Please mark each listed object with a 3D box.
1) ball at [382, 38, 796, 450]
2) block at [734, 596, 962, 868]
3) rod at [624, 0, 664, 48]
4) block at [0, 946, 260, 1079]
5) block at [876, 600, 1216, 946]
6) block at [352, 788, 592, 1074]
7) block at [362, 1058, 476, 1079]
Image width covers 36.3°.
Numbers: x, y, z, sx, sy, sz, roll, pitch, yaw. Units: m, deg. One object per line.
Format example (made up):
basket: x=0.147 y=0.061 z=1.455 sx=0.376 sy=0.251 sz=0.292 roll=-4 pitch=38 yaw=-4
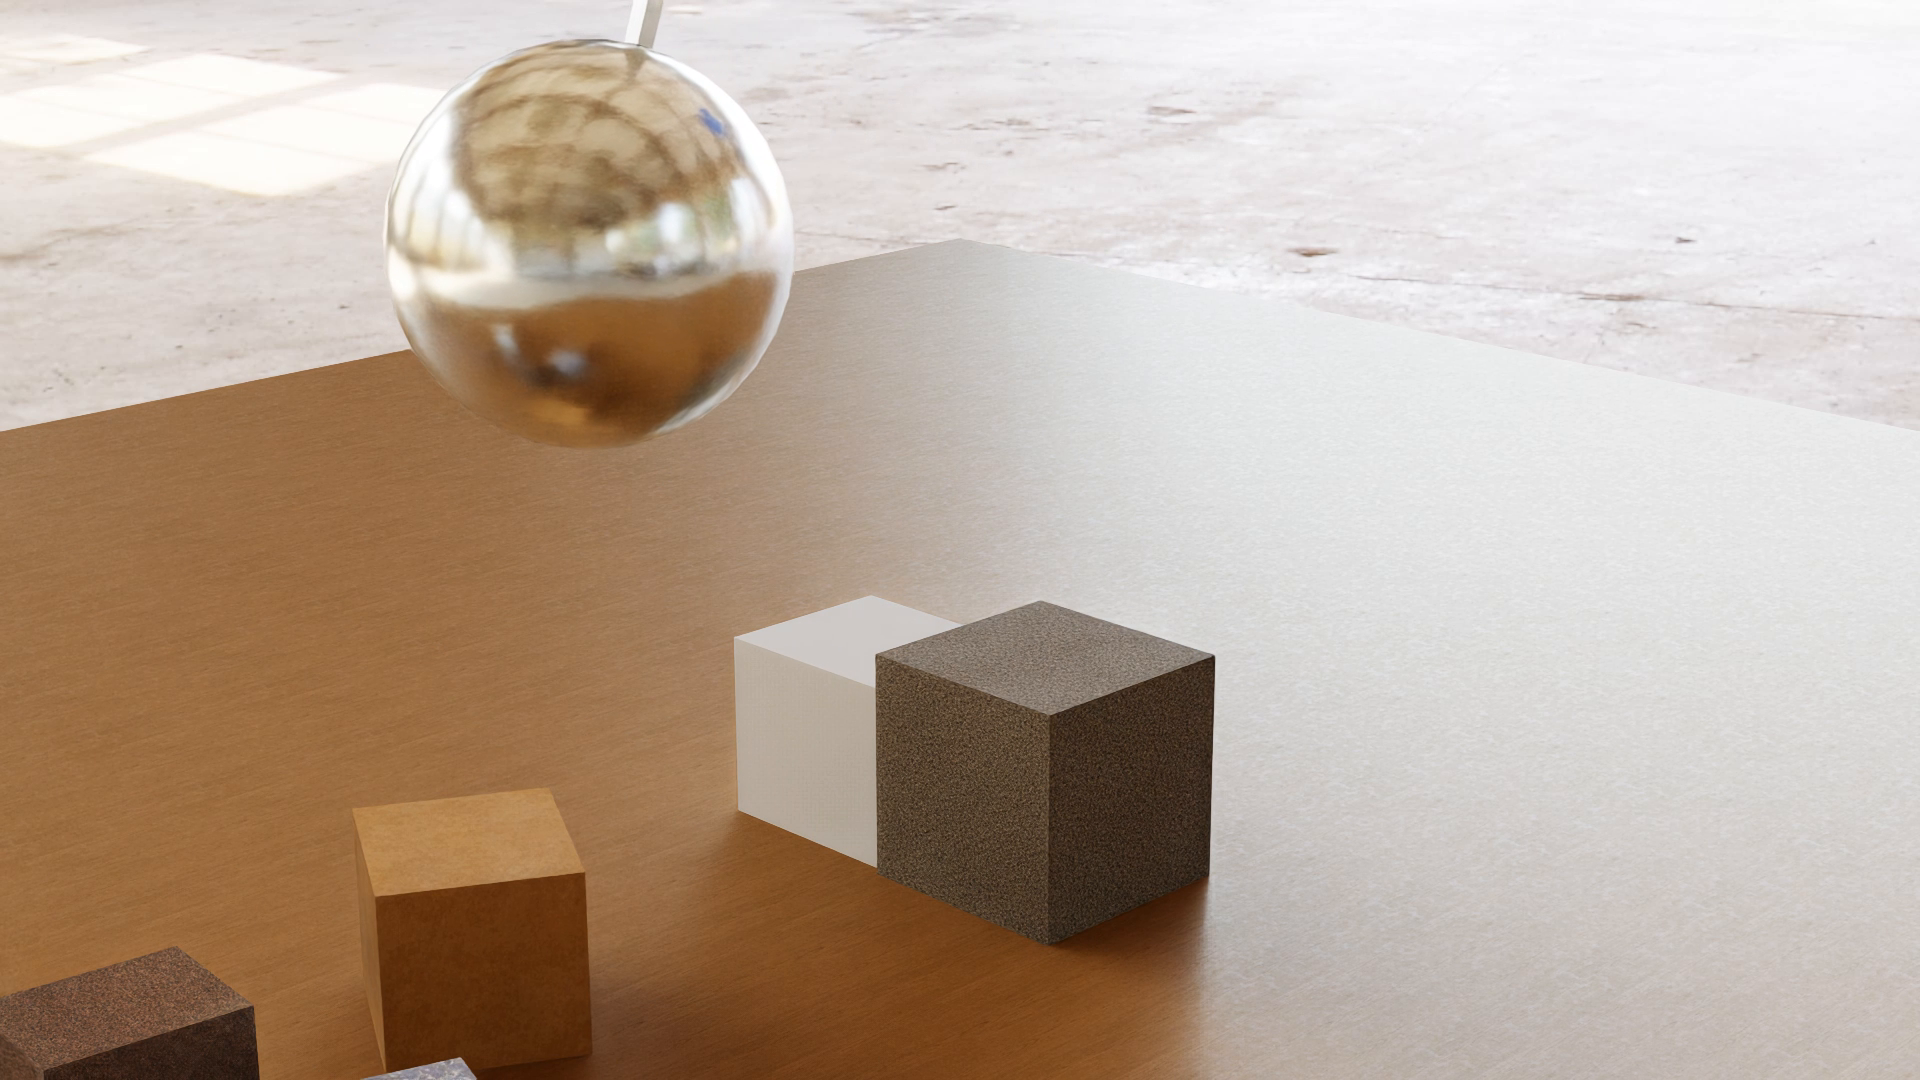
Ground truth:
ball: x=-1.446 y=-1.152 z=11.464 sx=1.600 sy=1.600 sz=1.600 roll=0 pitch=17 yaw=0
block: x=-0.399 y=0.897 z=14.015 sx=0.895 sy=0.885 sz=1.012 roll=-17 pitch=24 yaw=-42
rod: x=-0.627 y=-4.447 z=11.288 sx=0.080 sy=5.200 sz=0.080 roll=17 pitch=4 yaw=42
block: x=-3.064 y=2.024 z=10.712 sx=0.791 sy=0.714 sz=0.642 roll=-14 pitch=22 yaw=-37
block: x=0.382 y=1.025 z=13.297 sx=1.074 sy=1.071 sz=1.083 roll=-17 pitch=24 yaw=-42
block: x=-1.997 y=1.589 z=11.964 sx=0.818 sy=0.794 sz=0.917 roll=-5 pitch=18 yaw=-16
block: x=-1.920 y=2.287 z=9.920 sx=0.744 sy=0.687 sz=0.713 roll=-9 pitch=19 yaw=-26
